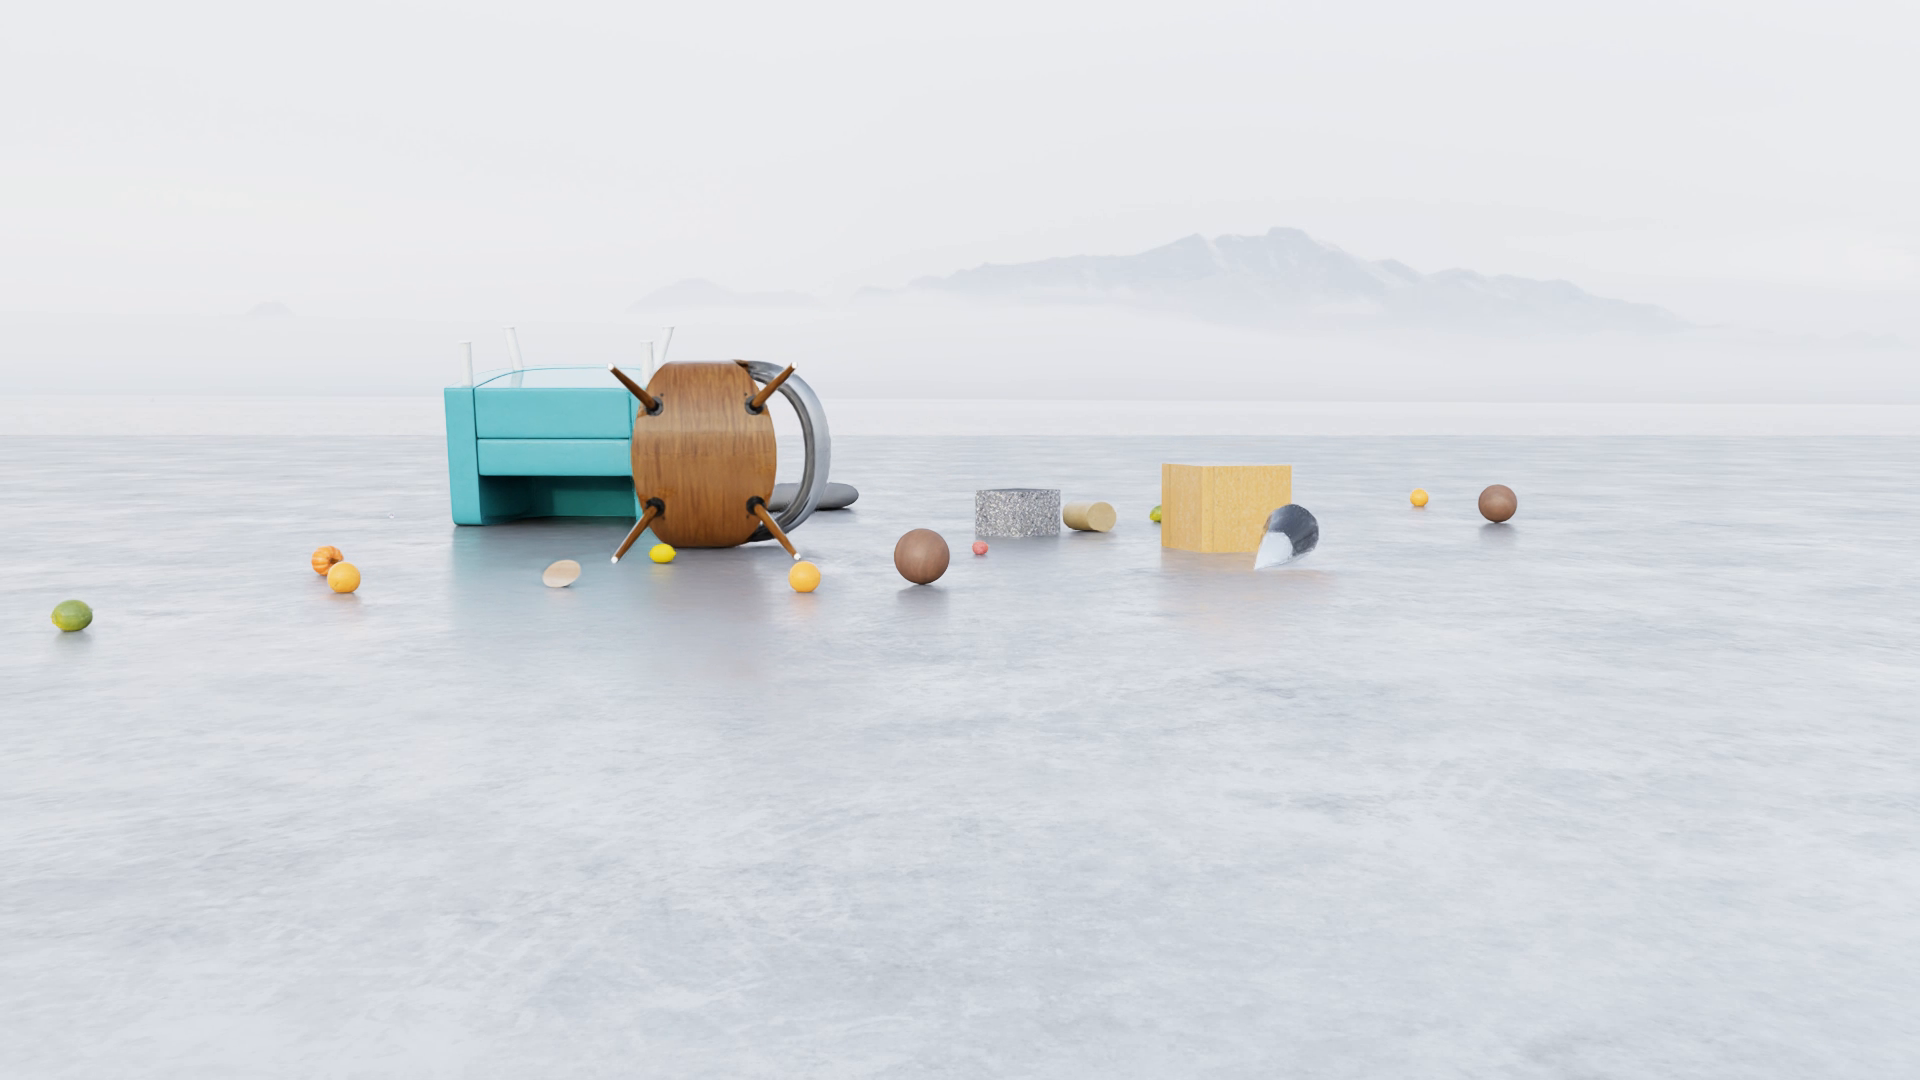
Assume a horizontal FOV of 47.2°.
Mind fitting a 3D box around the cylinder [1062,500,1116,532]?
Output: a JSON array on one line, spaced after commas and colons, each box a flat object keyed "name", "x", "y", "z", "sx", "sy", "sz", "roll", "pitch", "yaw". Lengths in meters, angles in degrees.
[{"name": "cylinder", "x": 0.408, "y": -0.076, "z": 6.953, "sx": 0.128, "sy": 0.095, "sz": 0.119, "roll": 6, "pitch": -1, "yaw": -39}]

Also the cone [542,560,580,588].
[{"name": "cone", "x": -0.902, "y": 0.090, "z": 5.016, "sx": 0.090, "sy": 0.041, "sz": 0.084, "roll": 2, "pitch": 49, "yaw": 19}]

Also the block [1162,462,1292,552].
[{"name": "block", "x": 0.748, "y": -0.095, "z": 6.198, "sx": 0.271, "sy": 0.238, "sz": 0.273, "roll": -1, "pitch": 4, "yaw": -19}]

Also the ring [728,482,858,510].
[{"name": "ring", "x": -0.624, "y": -0.163, "z": 8.260, "sx": 0.540, "sy": 0.092, "sz": 0.401, "roll": -4, "pitch": 5, "yaw": -42}]

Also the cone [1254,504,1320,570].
[{"name": "cone", "x": 0.796, "y": 0.027, "z": 5.599, "sx": 0.162, "sy": 0.148, "sz": 0.299, "roll": -49, "pitch": -7, "yaw": 32}]

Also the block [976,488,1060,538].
[{"name": "block", "x": 0.180, "y": -0.086, "z": 6.796, "sx": 0.172, "sy": 0.137, "sz": 0.210, "roll": 3, "pitch": 5, "yaw": 38}]
